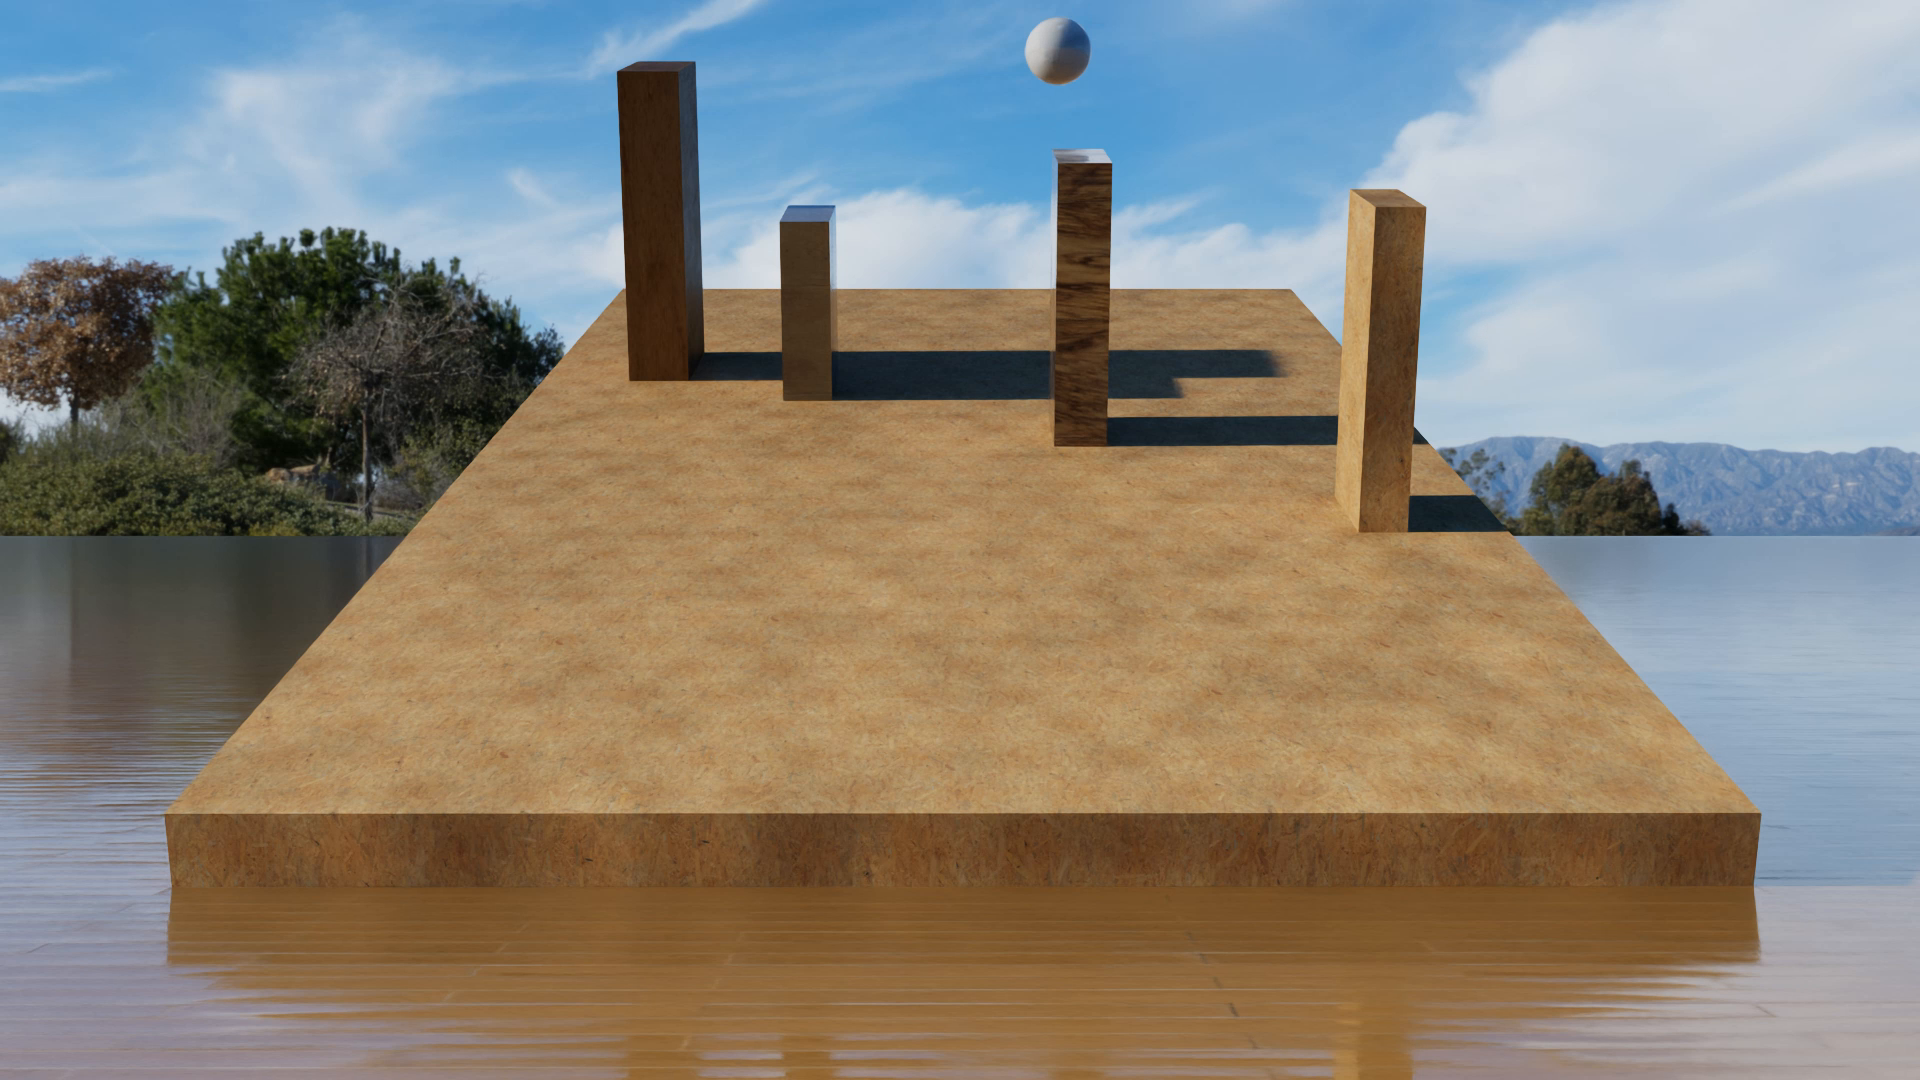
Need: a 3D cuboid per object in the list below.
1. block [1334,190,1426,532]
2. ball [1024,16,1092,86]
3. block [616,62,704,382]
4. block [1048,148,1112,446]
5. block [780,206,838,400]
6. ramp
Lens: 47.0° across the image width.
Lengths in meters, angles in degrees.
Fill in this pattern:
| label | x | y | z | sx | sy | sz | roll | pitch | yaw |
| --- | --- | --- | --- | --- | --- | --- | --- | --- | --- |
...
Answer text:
| label | x | y | z | sx | sy | sz | roll | pitch | yaw |
| --- | --- | --- | --- | --- | --- | --- | --- | --- | --- |
| block | 0.770 | -0.333 | 4.057 | 0.089 | 0.590 | 0.260 | 0 | 16 | 0 |
| ball | 0.279 | -1.388 | 6.264 | 0.190 | 0.190 | 0.190 | 0 | 0 | 0 |
| block | -0.724 | -0.782 | 5.374 | 0.142 | 0.730 | 0.357 | 0 | 16 | 0 |
| block | 0.254 | -0.521 | 4.709 | 0.111 | 0.594 | 0.280 | 0 | 16 | 0 |
| block | -0.352 | -0.560 | 5.172 | 0.113 | 0.413 | 0.290 | 0 | 16 | 0 |
| ramp | -0.002 | -0.157 | 4.698 | 2.000 | 0.100 | 4.000 | 0 | 16 | 0 |
